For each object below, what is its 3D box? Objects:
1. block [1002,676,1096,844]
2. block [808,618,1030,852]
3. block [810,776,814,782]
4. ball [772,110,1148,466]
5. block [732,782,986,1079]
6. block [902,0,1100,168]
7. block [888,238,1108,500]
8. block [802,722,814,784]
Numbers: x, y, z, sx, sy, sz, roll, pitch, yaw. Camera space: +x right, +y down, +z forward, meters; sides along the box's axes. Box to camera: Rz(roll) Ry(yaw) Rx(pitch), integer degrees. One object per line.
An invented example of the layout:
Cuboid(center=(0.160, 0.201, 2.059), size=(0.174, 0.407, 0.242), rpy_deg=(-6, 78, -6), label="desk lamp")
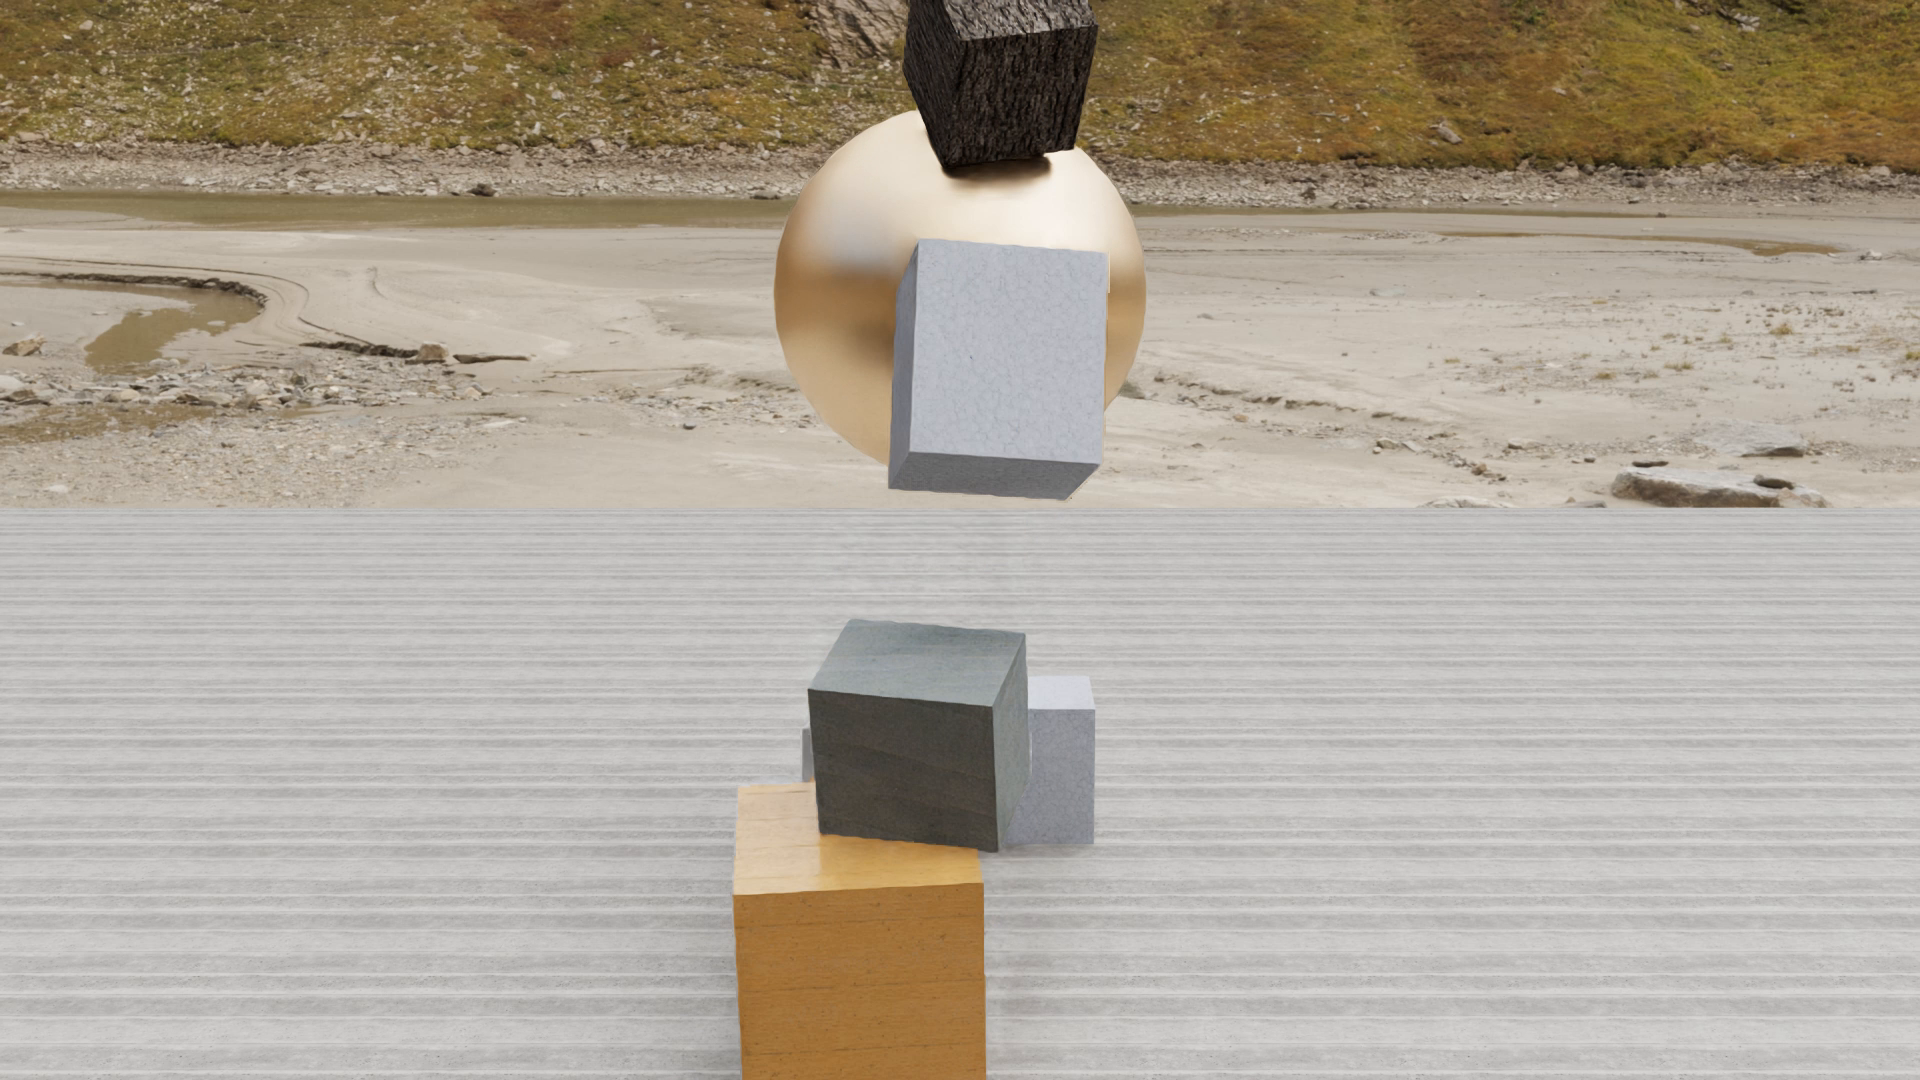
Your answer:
Cuboid(center=(0.362, 1.129, 11.393), size=(0.636, 0.703, 0.697), rpy_deg=(0, 10, 1), label="block")
Cuboid(center=(-0.137, 0.710, 8.094), size=(0.676, 0.614, 0.534), rpy_deg=(4, 27, 14), label="block")
Cuboid(center=(-0.336, 1.482, 9.401), size=(0.715, 0.721, 0.796), rpy_deg=(1, 10, 5), label="block")
Cuboid(center=(0.000, -1.052, 9.424), size=(1.600, 1.600, 1.600), rpy_deg=(0, 10, 0), label="ball")
Cuboid(center=(-0.379, 1.522, 8.229), size=(0.870, 0.936, 0.953), rpy_deg=(-2, 17, -4), label="block")
Cuboid(center=(0.146, -1.946, 8.700), size=(0.556, 0.647, 0.577), rpy_deg=(-10, 56, -15), label="block")
Cuboid(center=(0.128, -0.611, 8.096), size=(0.681, 0.772, 0.714), rpy_deg=(3, -10, -7), label="block")
Cuboid(center=(-0.365, 1.223, 10.565), size=(0.695, 0.723, 0.713), rpy_deg=(1, 2, 3), label="block")
